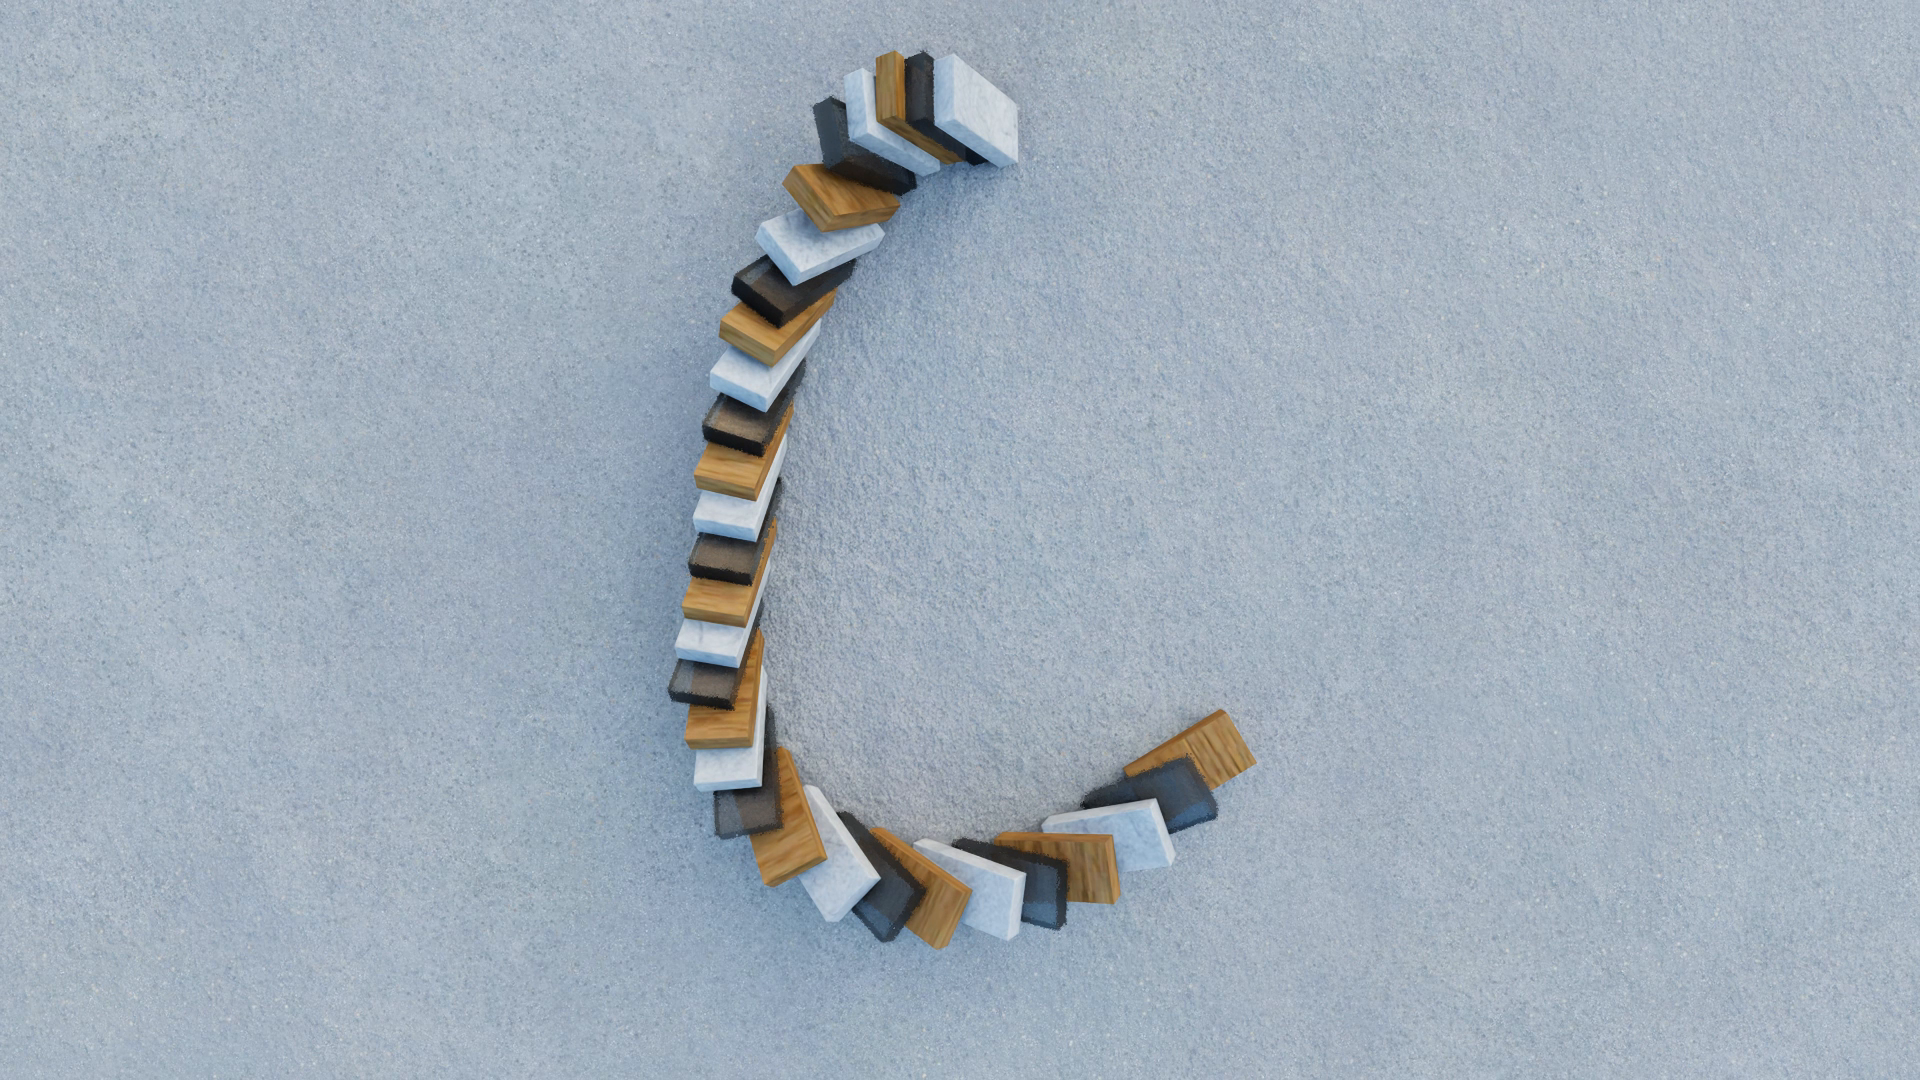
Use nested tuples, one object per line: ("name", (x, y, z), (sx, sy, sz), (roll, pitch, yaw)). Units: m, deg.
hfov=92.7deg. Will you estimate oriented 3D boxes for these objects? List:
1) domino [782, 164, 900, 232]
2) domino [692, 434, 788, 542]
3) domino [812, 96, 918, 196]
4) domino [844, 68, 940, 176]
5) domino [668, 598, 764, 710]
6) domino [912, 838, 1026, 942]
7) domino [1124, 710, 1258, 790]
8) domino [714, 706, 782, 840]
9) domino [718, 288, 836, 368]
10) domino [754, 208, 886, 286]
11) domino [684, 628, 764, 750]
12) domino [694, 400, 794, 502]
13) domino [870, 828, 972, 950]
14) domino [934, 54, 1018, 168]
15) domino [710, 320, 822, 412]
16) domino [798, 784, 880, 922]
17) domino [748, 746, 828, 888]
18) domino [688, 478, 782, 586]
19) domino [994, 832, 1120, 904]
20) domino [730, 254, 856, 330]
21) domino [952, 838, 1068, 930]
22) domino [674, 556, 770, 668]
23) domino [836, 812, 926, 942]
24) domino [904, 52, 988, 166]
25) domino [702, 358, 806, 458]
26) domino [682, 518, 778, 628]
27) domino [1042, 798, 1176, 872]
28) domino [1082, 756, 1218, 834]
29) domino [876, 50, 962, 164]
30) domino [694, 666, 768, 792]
("domino", (-0.048, -0.142, 0.377), (0.025, 0.050, 0.010), (51, 126, 0))
("domino", (-0.091, -0.025, 0.382), (0.025, 0.009, 0.050), (10, 56, 0))
("domino", (-0.038, -0.161, 0.376), (0.009, 0.050, 0.025), (-12, 90, 33))
("domino", (-0.027, -0.170, 0.376), (0.010, 0.050, 0.025), (-5, 90, 33))
("domino", (-0.101, 0.044, 0.381), (0.025, 0.009, 0.050), (8, 54, 2))
("domino", (0.002, 0.145, 0.382), (0.050, 0.009, 0.025), (8, 92, 32))
("domino", (0.099, 0.097, 0.395), (0.050, 0.010, 0.025), (-31, 90, 0))
("domino", (-0.090, 0.097, 0.383), (0.025, 0.009, 0.050), (-12, 60, 0))
("domino", (-0.075, -0.095, 0.380), (0.025, 0.009, 0.050), (30, 51, 1))
("domino", (-0.057, -0.126, 0.381), (0.025, 0.009, 0.050), (51, 53, 0))
("domino", (-0.097, 0.061, 0.381), (0.025, 0.010, 0.050), (-3, 53, 0))
("domino", (-0.089, -0.041, 0.382), (0.025, 0.009, 0.050), (13, 56, 2))
("domino", (-0.022, 0.145, 0.383), (0.050, 0.010, 0.025), (24, 90, 31))
("domino", (0.007, -0.175, 0.376), (0.010, 0.050, 0.025), (-1, 90, 33))
("domino", (-0.081, -0.078, 0.382), (0.025, 0.010, 0.050), (25, 57, 0))
("domino", (-0.058, 0.130, 0.382), (0.025, 0.009, 0.050), (-46, 58, 2))
("domino", (-0.076, 0.115, 0.383), (0.025, 0.010, 0.050), (-28, 60, 0))
("domino", (-0.093, -0.006, 0.382), (0.025, 0.009, 0.050), (10, 55, 0))
("domino", (0.040, 0.137, 0.384), (0.050, 0.009, 0.025), (-8, 90, 27))
("domino", (-0.068, -0.110, 0.380), (0.025, 0.009, 0.050), (38, 52, 3))
("domino", (0.020, 0.143, 0.383), (0.050, 0.009, 0.025), (1, 90, 32))
("domino", (-0.098, 0.027, 0.381), (0.025, 0.010, 0.050), (9, 54, 1))
("domino", (-0.040, 0.140, 0.382), (0.050, 0.010, 0.025), (34, 93, 33))
("domino", (-0.004, -0.176, 0.376), (0.010, 0.050, 0.025), (-1, 90, 33))
("domino", (-0.085, -0.059, 0.382), (0.025, 0.010, 0.050), (18, 56, 1))
("domino", (-0.095, 0.011, 0.381), (0.025, 0.009, 0.050), (9, 54, 0))
("domino", (0.062, 0.126, 0.384), (0.050, 0.009, 0.025), (-19, 91, 28))
("domino", (0.079, 0.112, 0.385), (0.050, 0.009, 0.025), (-30, 90, 26))
("domino", (-0.015, -0.176, 0.376), (0.009, 0.050, 0.025), (-1, 90, 33))
("domino", (-0.095, 0.078, 0.382), (0.025, 0.009, 0.050), (-5, 55, 0))
